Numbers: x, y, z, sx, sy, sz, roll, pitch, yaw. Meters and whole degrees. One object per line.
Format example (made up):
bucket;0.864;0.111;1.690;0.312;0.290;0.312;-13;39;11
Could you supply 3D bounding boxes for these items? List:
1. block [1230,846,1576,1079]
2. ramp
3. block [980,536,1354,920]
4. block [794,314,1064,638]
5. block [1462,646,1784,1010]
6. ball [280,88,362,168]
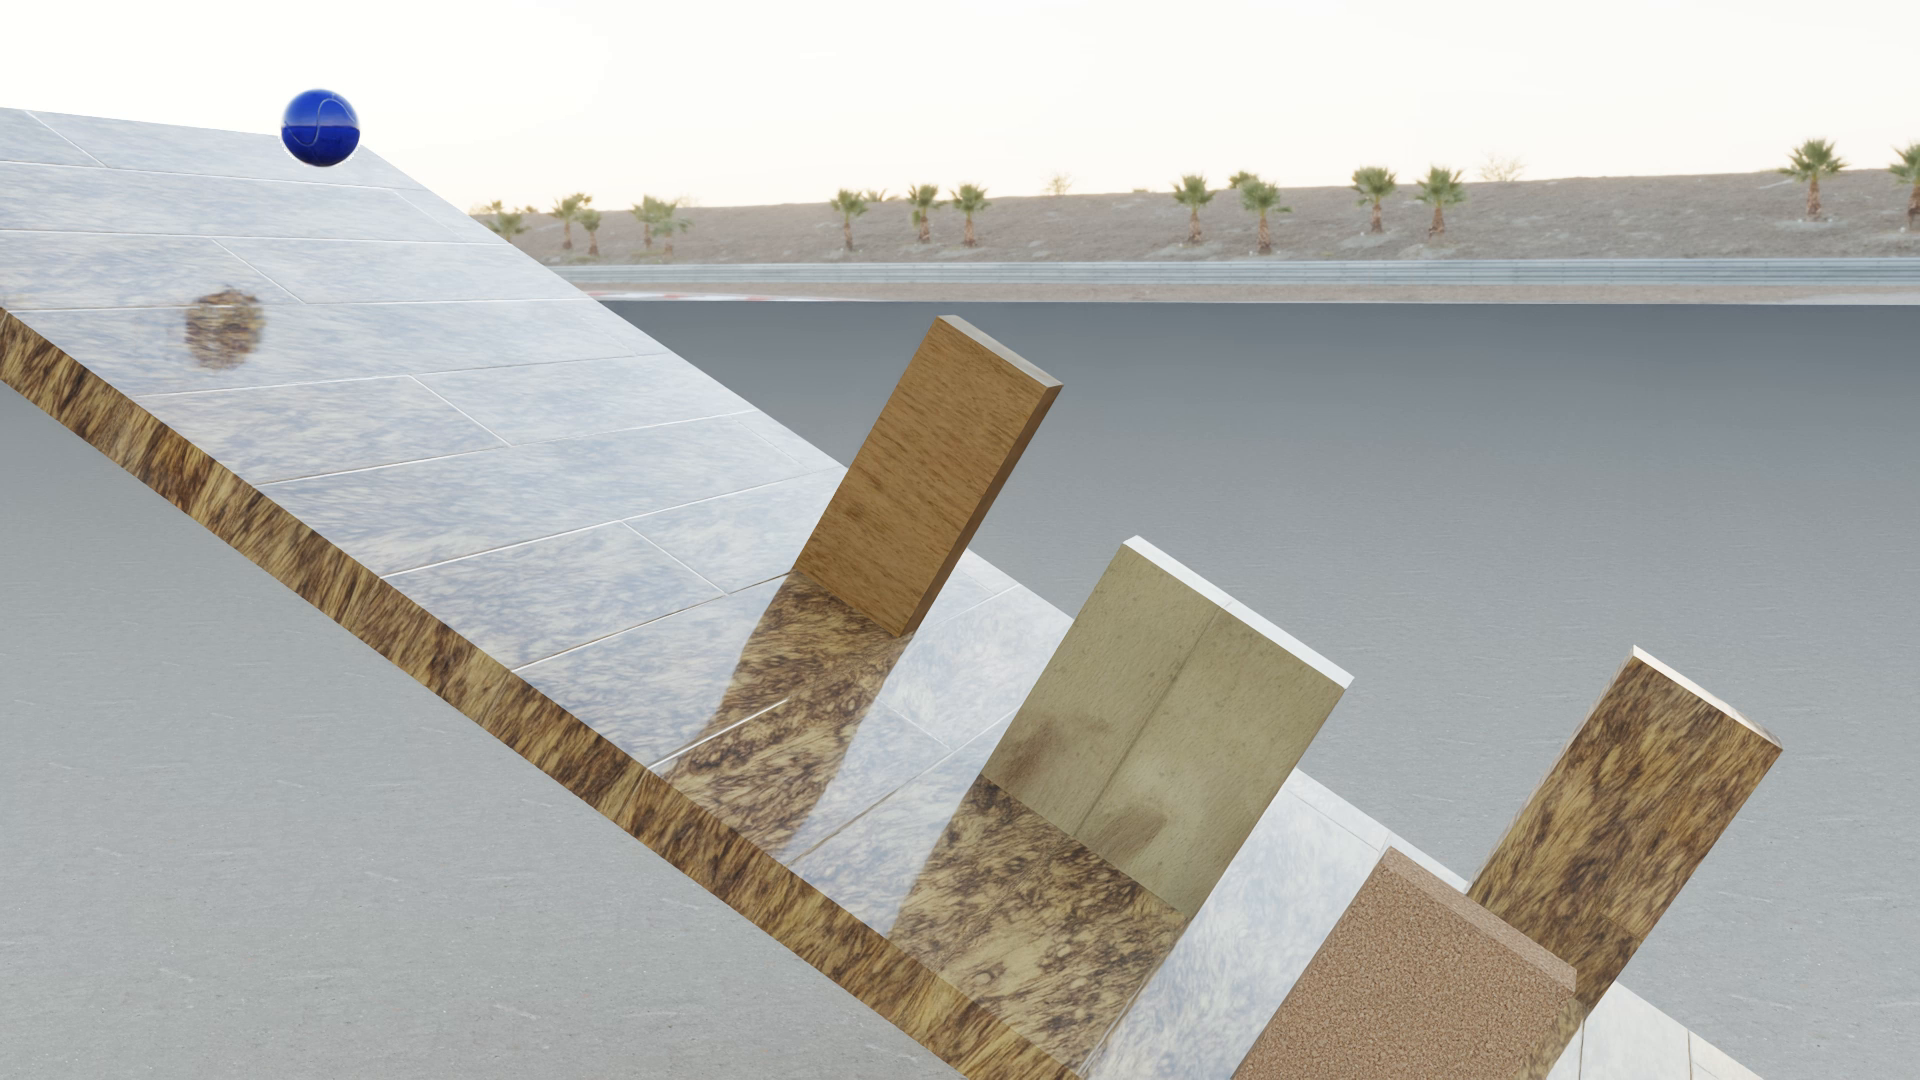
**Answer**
block;0.628;0.711;3.162;0.312;0.431;0.104;34;15;11
ramp;-0.162;0.268;4.117;4.000;0.100;2.000;34;15;11
block;0.353;0.321;3.794;0.445;0.486;0.112;34;15;11
block;-0.064;-0.124;4.267;0.254;0.573;0.124;34;15;11
block;1.337;0.588;4.500;0.337;0.660;0.128;34;15;11
ball;-1.282;-0.827;4.406;0.157;0.157;0.157;0;7;0
